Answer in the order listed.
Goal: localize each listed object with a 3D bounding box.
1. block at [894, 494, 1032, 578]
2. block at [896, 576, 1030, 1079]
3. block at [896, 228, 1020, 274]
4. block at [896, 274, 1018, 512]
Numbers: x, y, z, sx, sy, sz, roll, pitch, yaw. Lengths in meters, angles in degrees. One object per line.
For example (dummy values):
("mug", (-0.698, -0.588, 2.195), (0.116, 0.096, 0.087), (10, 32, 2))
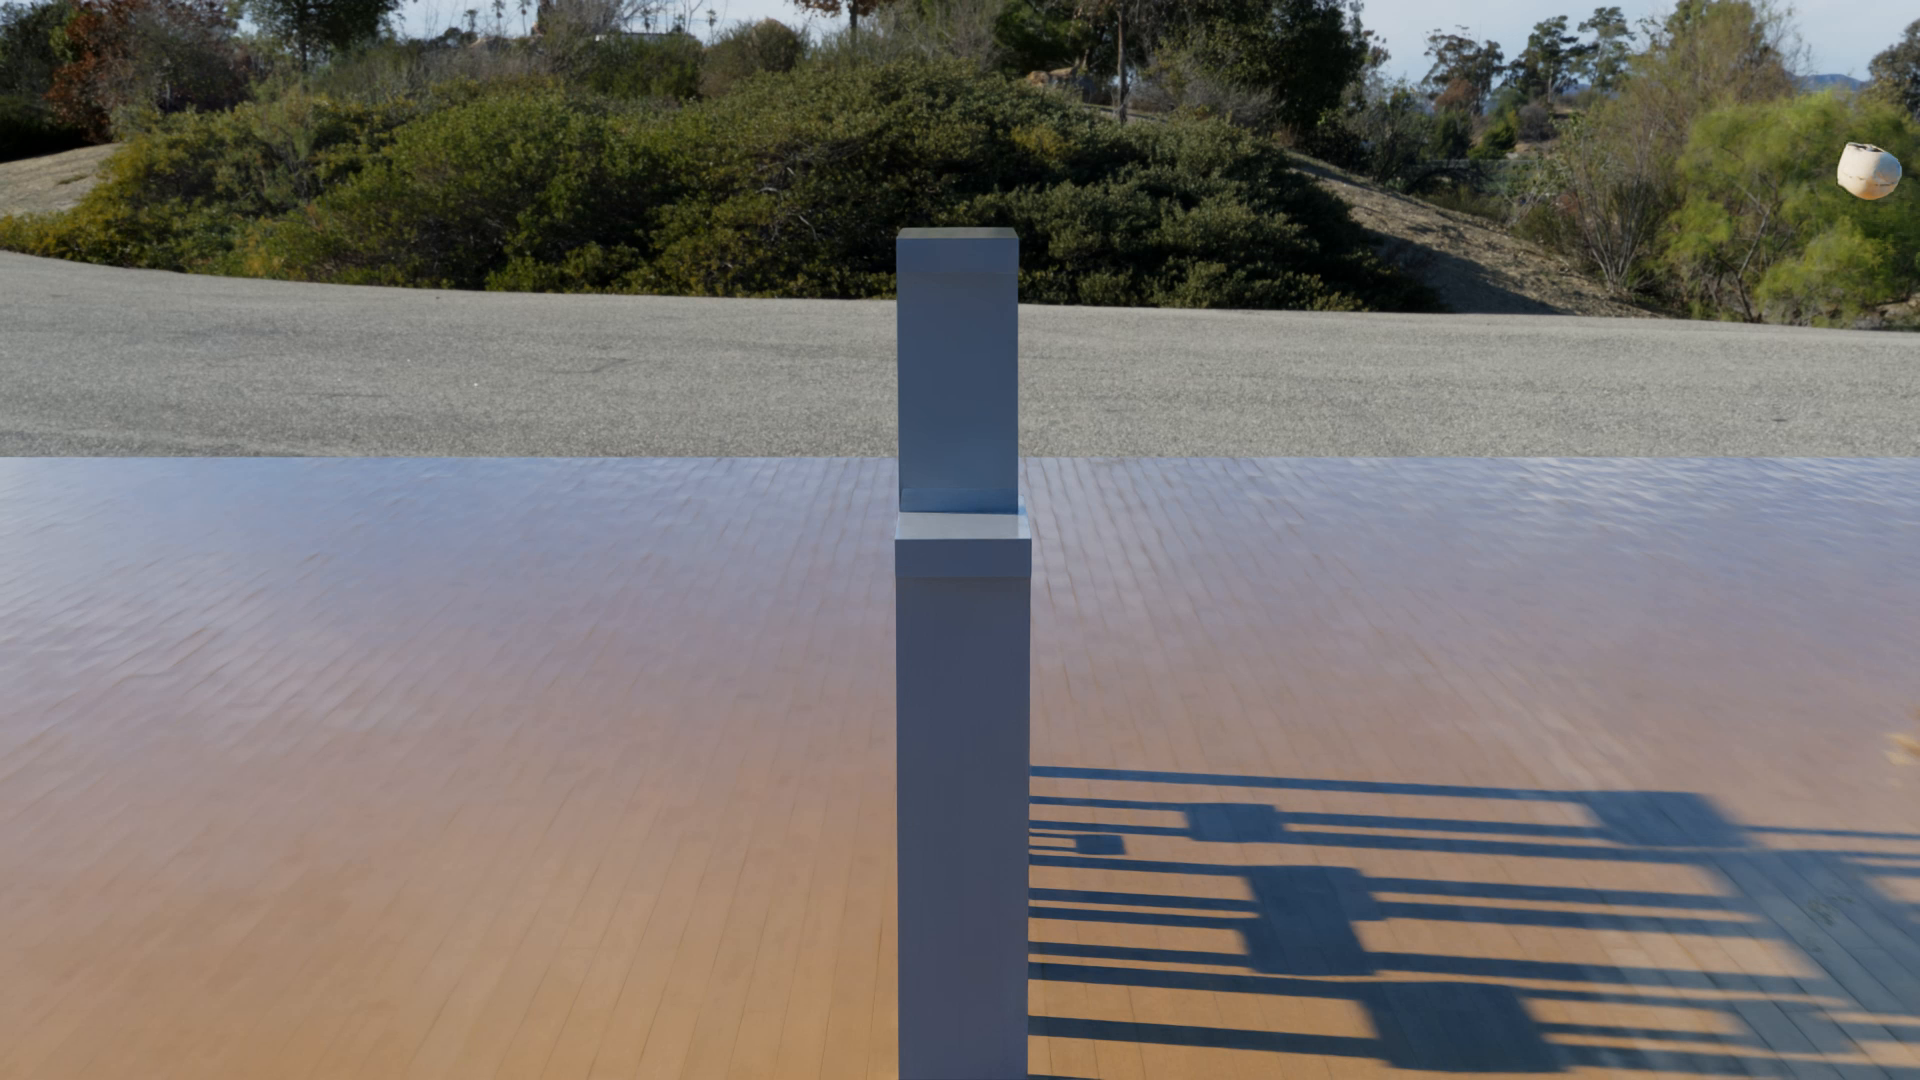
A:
("block", (0.004, -0.008, 2.926), (0.171, 0.049, 0.343), (0, 10, 0))
("block", (0.004, 0.381, 2.881), (0.171, 0.699, 0.049), (0, 10, 0))
("block", (-0.003, -0.399, 3.019), (0.160, 0.045, 0.320), (0, 11, 0))
("block", (-0.003, -0.200, 2.947), (0.160, 0.320, 0.045), (0, 10, 0))
